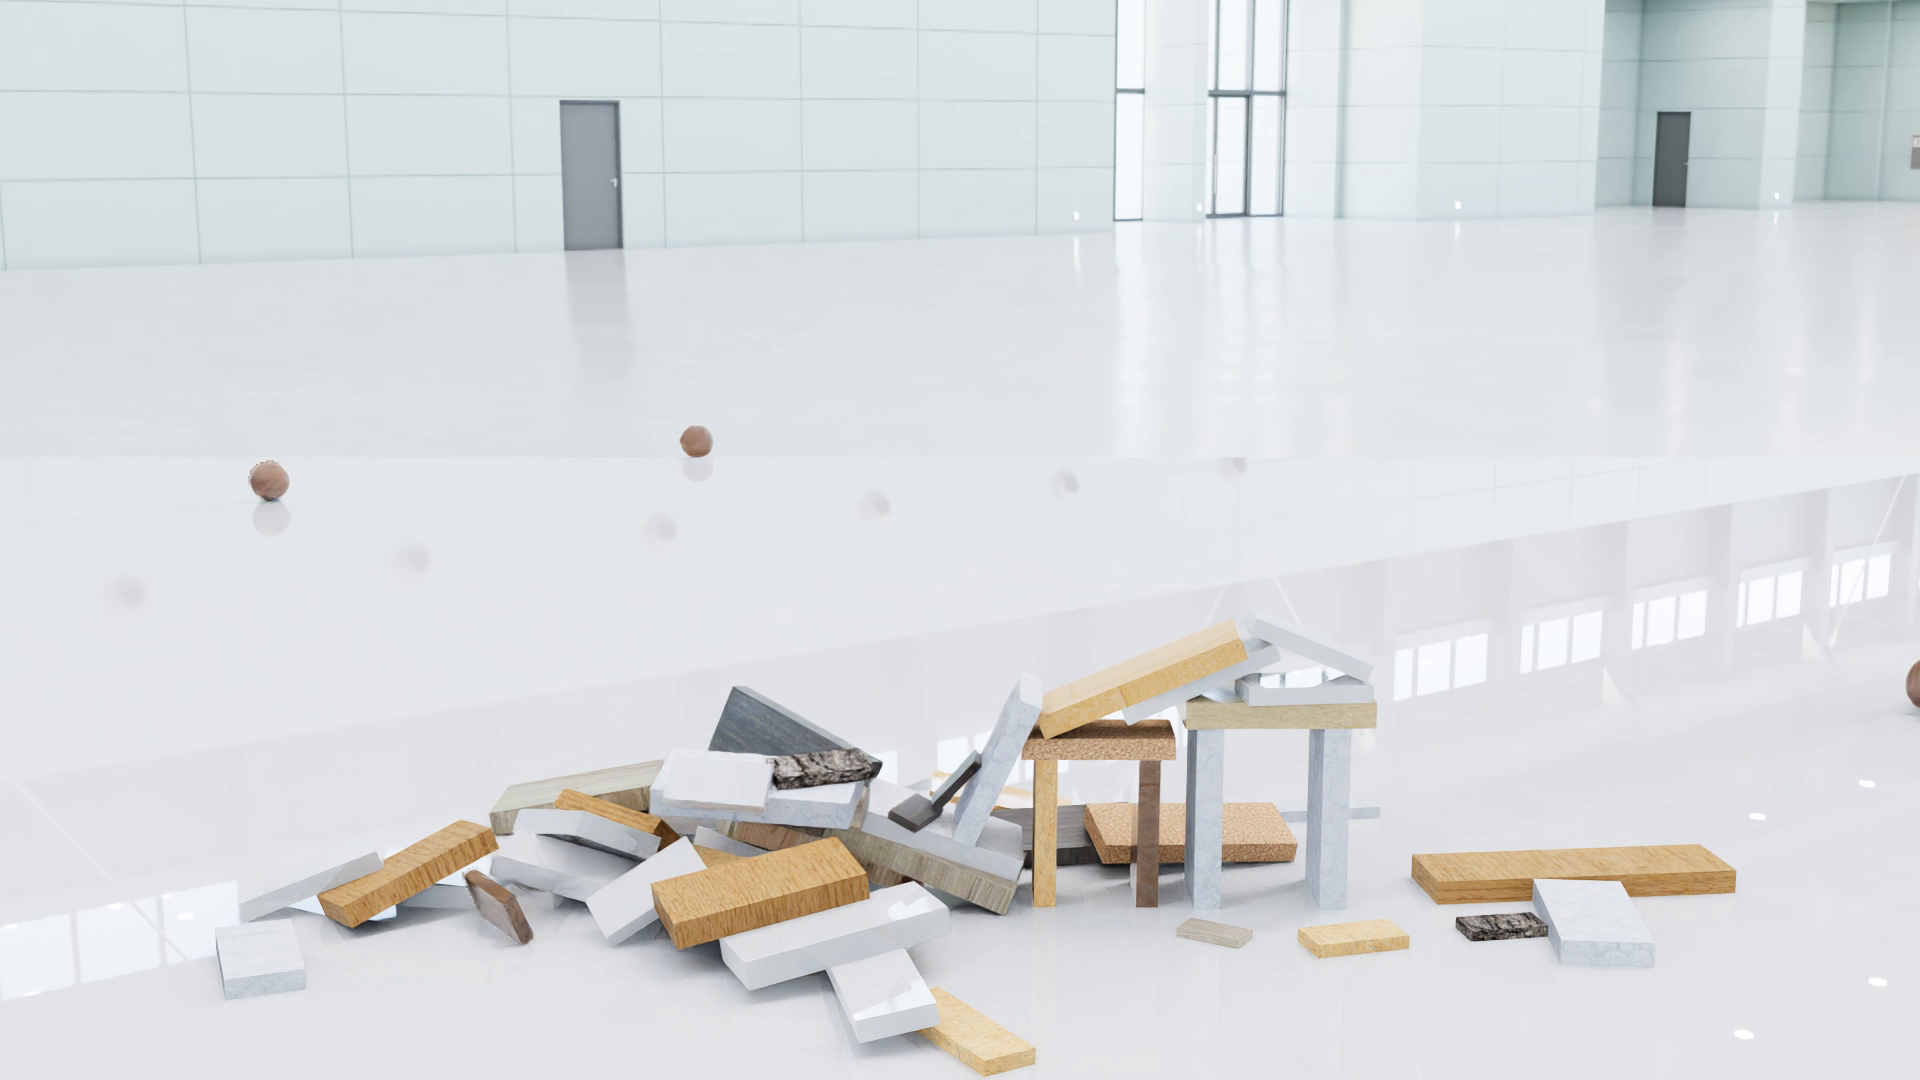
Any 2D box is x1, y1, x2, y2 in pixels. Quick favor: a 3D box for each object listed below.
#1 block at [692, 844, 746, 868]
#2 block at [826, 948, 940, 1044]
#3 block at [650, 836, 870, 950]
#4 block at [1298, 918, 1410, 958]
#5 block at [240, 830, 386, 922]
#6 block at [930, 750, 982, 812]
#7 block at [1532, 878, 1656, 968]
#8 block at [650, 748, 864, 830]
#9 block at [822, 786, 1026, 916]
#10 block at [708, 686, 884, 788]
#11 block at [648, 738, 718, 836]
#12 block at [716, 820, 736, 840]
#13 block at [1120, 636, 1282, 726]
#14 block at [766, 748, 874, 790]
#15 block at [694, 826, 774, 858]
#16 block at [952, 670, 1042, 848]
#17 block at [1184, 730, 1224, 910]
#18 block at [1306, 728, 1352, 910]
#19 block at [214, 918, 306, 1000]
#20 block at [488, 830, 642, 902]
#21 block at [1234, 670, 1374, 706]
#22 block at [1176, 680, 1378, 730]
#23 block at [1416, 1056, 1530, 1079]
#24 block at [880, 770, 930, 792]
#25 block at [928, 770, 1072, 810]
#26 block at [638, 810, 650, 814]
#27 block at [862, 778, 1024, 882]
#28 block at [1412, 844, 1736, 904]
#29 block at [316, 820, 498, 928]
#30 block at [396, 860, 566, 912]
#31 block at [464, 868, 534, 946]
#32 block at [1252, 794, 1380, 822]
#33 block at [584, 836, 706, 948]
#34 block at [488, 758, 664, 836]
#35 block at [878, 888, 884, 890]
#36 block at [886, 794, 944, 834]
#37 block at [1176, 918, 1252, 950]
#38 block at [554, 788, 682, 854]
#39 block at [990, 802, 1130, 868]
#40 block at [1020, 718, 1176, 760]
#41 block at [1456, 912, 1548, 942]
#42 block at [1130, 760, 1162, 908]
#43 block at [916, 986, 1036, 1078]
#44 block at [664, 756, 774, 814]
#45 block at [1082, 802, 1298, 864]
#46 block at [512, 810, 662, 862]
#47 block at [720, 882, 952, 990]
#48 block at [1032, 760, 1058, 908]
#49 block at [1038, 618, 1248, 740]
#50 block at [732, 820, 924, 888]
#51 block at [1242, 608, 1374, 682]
[{"bbox_3d":[-0.357,0.560,3.509,0.290,0.041,0.145,10,20,29],"label":"block"},{"bbox_3d":[-0.121,0.642,3.193,0.114,0.032,0.359,-11,9,-10],"label":"block"},{"bbox_3d":[-0.310,0.542,3.398,0.305,0.043,0.153,-12,19,-18],"label":"block"},{"bbox_3d":[0.615,0.622,3.436,0.154,0.022,0.077,-3,11,-16],"label":"block"},{"bbox_3d":[-1.059,0.549,3.604,0.229,0.032,0.114,-21,14,-8],"label":"block"},{"bbox_3d":[-0.006,0.395,3.607,0.015,0.107,0.054,41,12,-9],"label":"block"},{"bbox_3d":[1.000,0.604,3.484,0.140,0.040,0.280,1,11,6],"label":"block"},{"bbox_3d":[-0.330,0.406,3.605,0.323,0.046,0.162,4,18,5],"label":"block"},{"bbox_3d":[-0.057,0.508,3.641,0.323,0.046,0.162,22,17,2],"label":"block"},{"bbox_3d":[-0.296,0.392,3.843,0.312,0.156,0.044,26,8,27],"label":"block"},{"bbox_3d":[-0.462,0.441,3.969,0.156,0.044,0.312,-4,19,1],"label":"block"},{"bbox_3d":[-0.309,0.502,3.700,0.187,0.027,0.094,16,-5,-17],"label":"block"},{"bbox_3d":[0.385,0.224,3.579,0.268,0.029,0.102,-23,10,1],"label":"block"},{"bbox_3d":[-0.230,0.375,3.602,0.161,0.023,0.081,-5,19,-19],"label":"block"},{"bbox_3d":[-0.325,0.534,3.713,0.132,0.037,0.264,15,-4,-37],"label":"block"},{"bbox_3d":[0.061,0.356,3.576,0.038,0.267,0.134,24,17,-5],"label":"block"},{"bbox_3d":[0.404,0.439,3.639,0.043,0.307,0.153,0,11,0],"label":"block"},{"bbox_3d":[0.609,0.439,3.639,0.043,0.307,0.153,0,11,0],"label":"block"},{"bbox_3d":[-1.064,0.635,3.340,0.114,0.032,0.229,-4,11,-21],"label":"block"},{"bbox_3d":[-0.624,0.548,3.623,0.266,0.038,0.133,15,12,5],"label":"block"},{"bbox_3d":[0.556,0.239,3.560,0.203,0.029,0.102,-1,11,-6],"label":"block"},{"bbox_3d":[0.514,0.268,3.602,0.307,0.043,0.153,0,11,-1],"label":"block"},{"bbox_3d":[0.661,0.734,2.787,0.140,0.040,0.280,1,11,7],"label":"block"},{"bbox_3d":[-0.136,0.477,4.217,0.077,0.022,0.154,8,13,36],"label":"block"},{"bbox_3d":[0.072,0.482,4.001,0.259,0.037,0.130,13,11,0],"label":"block"},{"bbox_3d":[-0.599,0.496,4.075,0.132,0.037,0.264,-2,11,-9],"label":"block"},{"bbox_3d":[-0.029,0.476,3.629,0.267,0.038,0.134,19,17,-6],"label":"block"},{"bbox_3d":[1.032,0.562,3.708,0.512,0.040,0.140,-1,11,-6],"label":"block"},{"bbox_3d":[-0.896,0.539,3.573,0.266,0.038,0.133,-28,15,-30],"label":"block"},{"bbox_3d":[-0.788,0.573,3.658,0.266,0.038,0.133,1,11,6],"label":"block"},{"bbox_3d":[-0.733,0.581,3.490,0.023,0.081,0.161,-31,25,-27],"label":"block"},{"bbox_3d":[0.662,0.501,4.091,0.222,0.022,0.077,-2,11,-10],"label":"block"},{"bbox_3d":[-0.490,0.553,3.469,0.187,0.027,0.094,-32,44,-11],"label":"block"},{"bbox_3d":[-0.693,0.469,4.028,0.305,0.043,0.153,-10,12,5],"label":"block"},{"bbox_3d":[-0.126,0.595,3.492,0.082,0.023,0.165,18,11,21],"label":"block"},{"bbox_3d":[-0.072,0.445,3.583,0.054,0.015,0.107,27,18,17],"label":"block"},{"bbox_3d":[0.401,0.620,3.467,0.107,0.015,0.054,6,12,30],"label":"block"},{"bbox_3d":[-0.573,0.505,3.799,0.264,0.132,0.037,10,59,42],"label":"block"},{"bbox_3d":[0.186,0.518,3.861,0.259,0.037,0.130,-2,27,-11],"label":"block"},{"bbox_3d":[0.224,0.327,3.614,0.250,0.035,0.125,0,11,0],"label":"block"},{"bbox_3d":[0.860,0.614,3.491,0.128,0.018,0.064,-2,11,-10],"label":"block"},{"bbox_3d":[0.307,0.468,3.642,0.035,0.250,0.125,0,11,0],"label":"block"},{"bbox_3d":[0.001,0.687,3.083,0.082,0.023,0.257,-6,12,-31],"label":"block"},{"bbox_3d":[-0.387,0.392,3.523,0.161,0.023,0.081,4,52,6],"label":"block"},{"bbox_3d":[0.401,0.510,3.836,0.351,0.037,0.130,2,26,-15],"label":"block"},{"bbox_3d":[-0.631,0.496,3.703,0.145,0.041,0.290,24,-18,-27],"label":"block"},{"bbox_3d":[-0.189,0.594,3.315,0.318,0.043,0.153,-12,10,-19],"label":"block"},{"bbox_3d":[0.140,0.468,3.642,0.035,0.250,0.125,0,11,0],"label":"block"},{"bbox_3d":[0.294,0.225,3.587,0.351,0.038,0.134,-22,10,7],"label":"block"},{"bbox_3d":[-0.212,0.490,3.669,0.323,0.046,0.162,19,17,-7],"label":"block"},{"bbox_3d":[0.563,0.169,3.561,0.203,0.029,0.102,22,8,-2],"label":"block"}]
